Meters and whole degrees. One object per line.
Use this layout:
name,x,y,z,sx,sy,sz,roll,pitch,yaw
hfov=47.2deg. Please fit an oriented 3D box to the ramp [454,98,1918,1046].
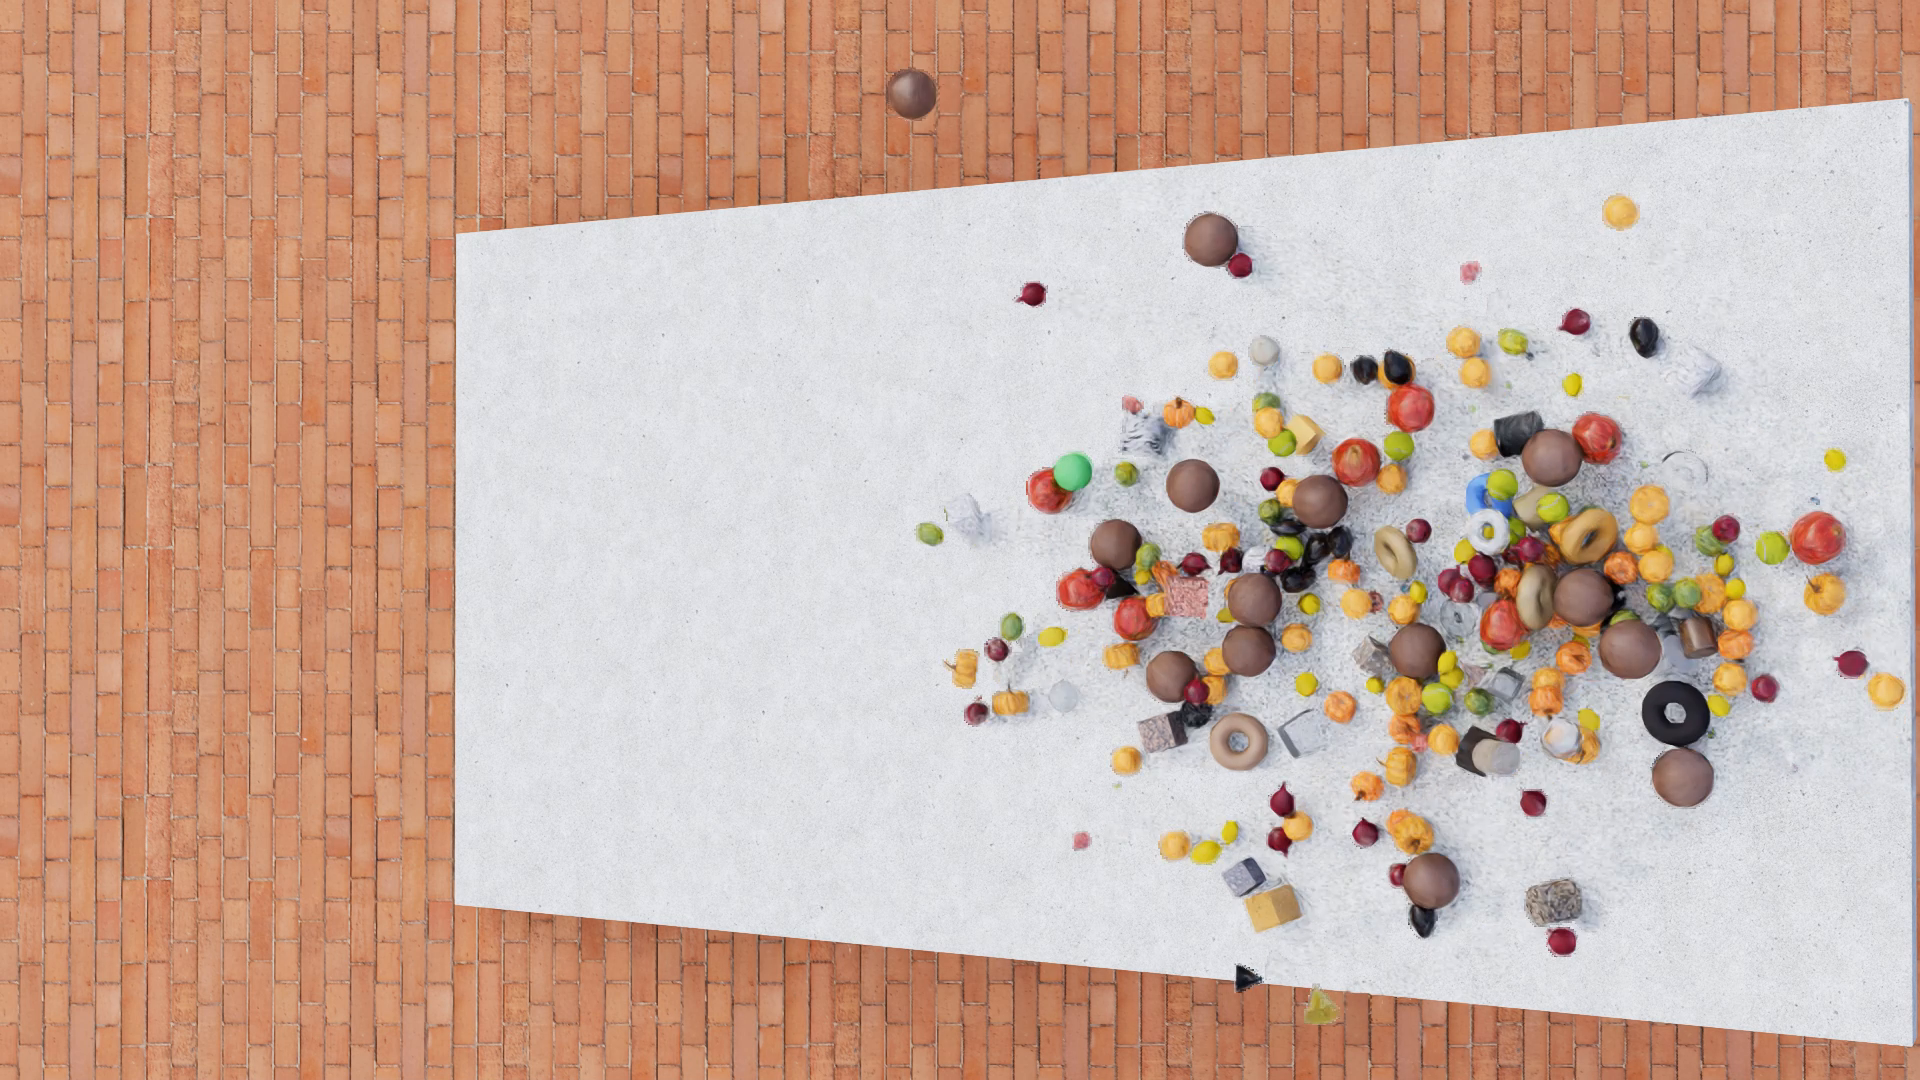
ramp,0.274,0.076,5.642,4.000,0.100,2.000,0,89,29

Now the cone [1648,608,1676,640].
cone,1.556,0.178,4.866,0.063,0.063,0.063,14,66,0

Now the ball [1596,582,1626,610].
ball,1.452,0.126,4.904,0.062,0.062,0.062,0,89,0

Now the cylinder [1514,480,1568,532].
cylinder,1.311,-0.075,4.969,0.085,0.085,0.085,-37,89,25

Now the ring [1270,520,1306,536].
ring,0.781,-0.030,5.240,0.086,0.086,0.029,-2,98,0

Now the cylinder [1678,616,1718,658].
cylinder,1.611,0.214,4.799,0.071,0.071,0.071,-7,68,0

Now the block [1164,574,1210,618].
block,0.541,0.135,5.258,0.088,0.088,0.088,4,94,-4

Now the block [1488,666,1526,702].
block,1.247,0.329,5.013,0.054,0.054,0.054,30,118,26

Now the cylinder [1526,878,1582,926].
cylinder,1.328,0.810,4.917,0.089,0.089,0.089,-7,89,-17

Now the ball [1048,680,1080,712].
ball,0.263,0.395,5.541,0.081,0.081,0.081,0,89,0

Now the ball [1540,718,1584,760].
ball,1.307,0.431,4.776,0.091,0.091,0.091,0,89,0

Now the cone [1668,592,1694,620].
cone,1.586,0.144,4.820,0.059,0.059,0.059,10,83,0

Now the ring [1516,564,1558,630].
ring,1.280,0.125,4.871,0.050,0.149,0.149,7,89,40

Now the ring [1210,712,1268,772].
ring,0.674,0.489,5.318,0.144,0.048,0.144,-2,77,9

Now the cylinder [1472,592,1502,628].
cylinder,1.203,0.160,5.015,0.060,0.060,0.060,-16,119,0

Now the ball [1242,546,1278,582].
ball,0.721,0.056,5.292,0.086,0.086,0.086,0,89,0

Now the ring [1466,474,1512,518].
ring,1.209,-0.090,5.029,0.042,0.126,0.126,-13,89,-33

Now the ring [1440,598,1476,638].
ring,1.148,0.179,5.072,0.032,0.095,0.095,-19,89,-38

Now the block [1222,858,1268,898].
block,0.687,0.815,5.312,0.065,0.065,0.065,-41,71,25

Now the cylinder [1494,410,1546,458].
cylinder,1.271,-0.240,4.990,0.091,0.091,0.091,-13,89,28

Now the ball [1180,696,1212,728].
ball,0.577,0.420,5.372,0.077,0.077,0.077,0,89,0

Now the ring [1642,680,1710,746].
ring,1.572,0.381,4.833,0.148,0.049,0.148,9,106,33

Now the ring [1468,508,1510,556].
ring,1.182,-0.018,4.913,0.106,0.035,0.106,6,99,44

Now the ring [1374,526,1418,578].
ring,1.009,0.029,5.100,0.045,0.135,0.135,-27,89,-17

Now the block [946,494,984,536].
block,0.011,-0.063,5.668,0.065,0.065,0.065,-25,52,11

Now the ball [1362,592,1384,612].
ball,0.972,0.145,5.174,0.050,0.050,0.050,0,89,0

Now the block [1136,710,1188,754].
block,0.499,0.474,5.411,0.083,0.083,0.083,-20,80,27

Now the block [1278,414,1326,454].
block,0.817,-0.252,5.252,0.068,0.068,0.068,48,111,21

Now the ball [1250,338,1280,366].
ball,0.735,-0.454,5.298,0.070,0.070,0.070,0,89,0

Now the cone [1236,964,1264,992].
cone,0.702,1.060,5.318,0.065,0.065,0.065,0,89,9

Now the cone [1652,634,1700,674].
cone,1.560,0.274,4.853,0.097,0.097,0.097,14,54,-21

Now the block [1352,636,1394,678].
block,0.968,0.274,5.154,0.061,0.061,0.061,30,110,-23

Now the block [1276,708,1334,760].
block,0.821,0.461,5.233,0.085,0.085,0.085,-37,73,23

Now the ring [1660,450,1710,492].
ring,1.576,-0.149,4.781,0.106,0.106,0.035,38,54,0

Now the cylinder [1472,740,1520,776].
cylinder,1.176,0.476,4.822,0.074,0.074,0.074,0,90,-22

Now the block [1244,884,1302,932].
block,0.748,0.880,5.256,0.083,0.083,0.083,-10,75,-42

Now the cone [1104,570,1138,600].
cone,0.409,0.122,5.490,0.082,0.082,0.082,14,89,1

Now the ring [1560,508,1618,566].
ring,1.391,-0.006,4.862,0.142,0.047,0.142,-12,126,-17

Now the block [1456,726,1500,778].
block,1.179,0.481,5.008,0.071,0.071,0.071,25,56,26

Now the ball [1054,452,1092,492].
ball,0.281,-0.169,5.461,0.096,0.096,0.096,0,89,0

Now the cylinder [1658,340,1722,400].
cylinder,1.591,-0.372,4.797,0.094,0.094,0.094,35,108,0

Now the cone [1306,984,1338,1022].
cone,0.848,1.086,5.200,0.080,0.080,0.080,-7,54,0
